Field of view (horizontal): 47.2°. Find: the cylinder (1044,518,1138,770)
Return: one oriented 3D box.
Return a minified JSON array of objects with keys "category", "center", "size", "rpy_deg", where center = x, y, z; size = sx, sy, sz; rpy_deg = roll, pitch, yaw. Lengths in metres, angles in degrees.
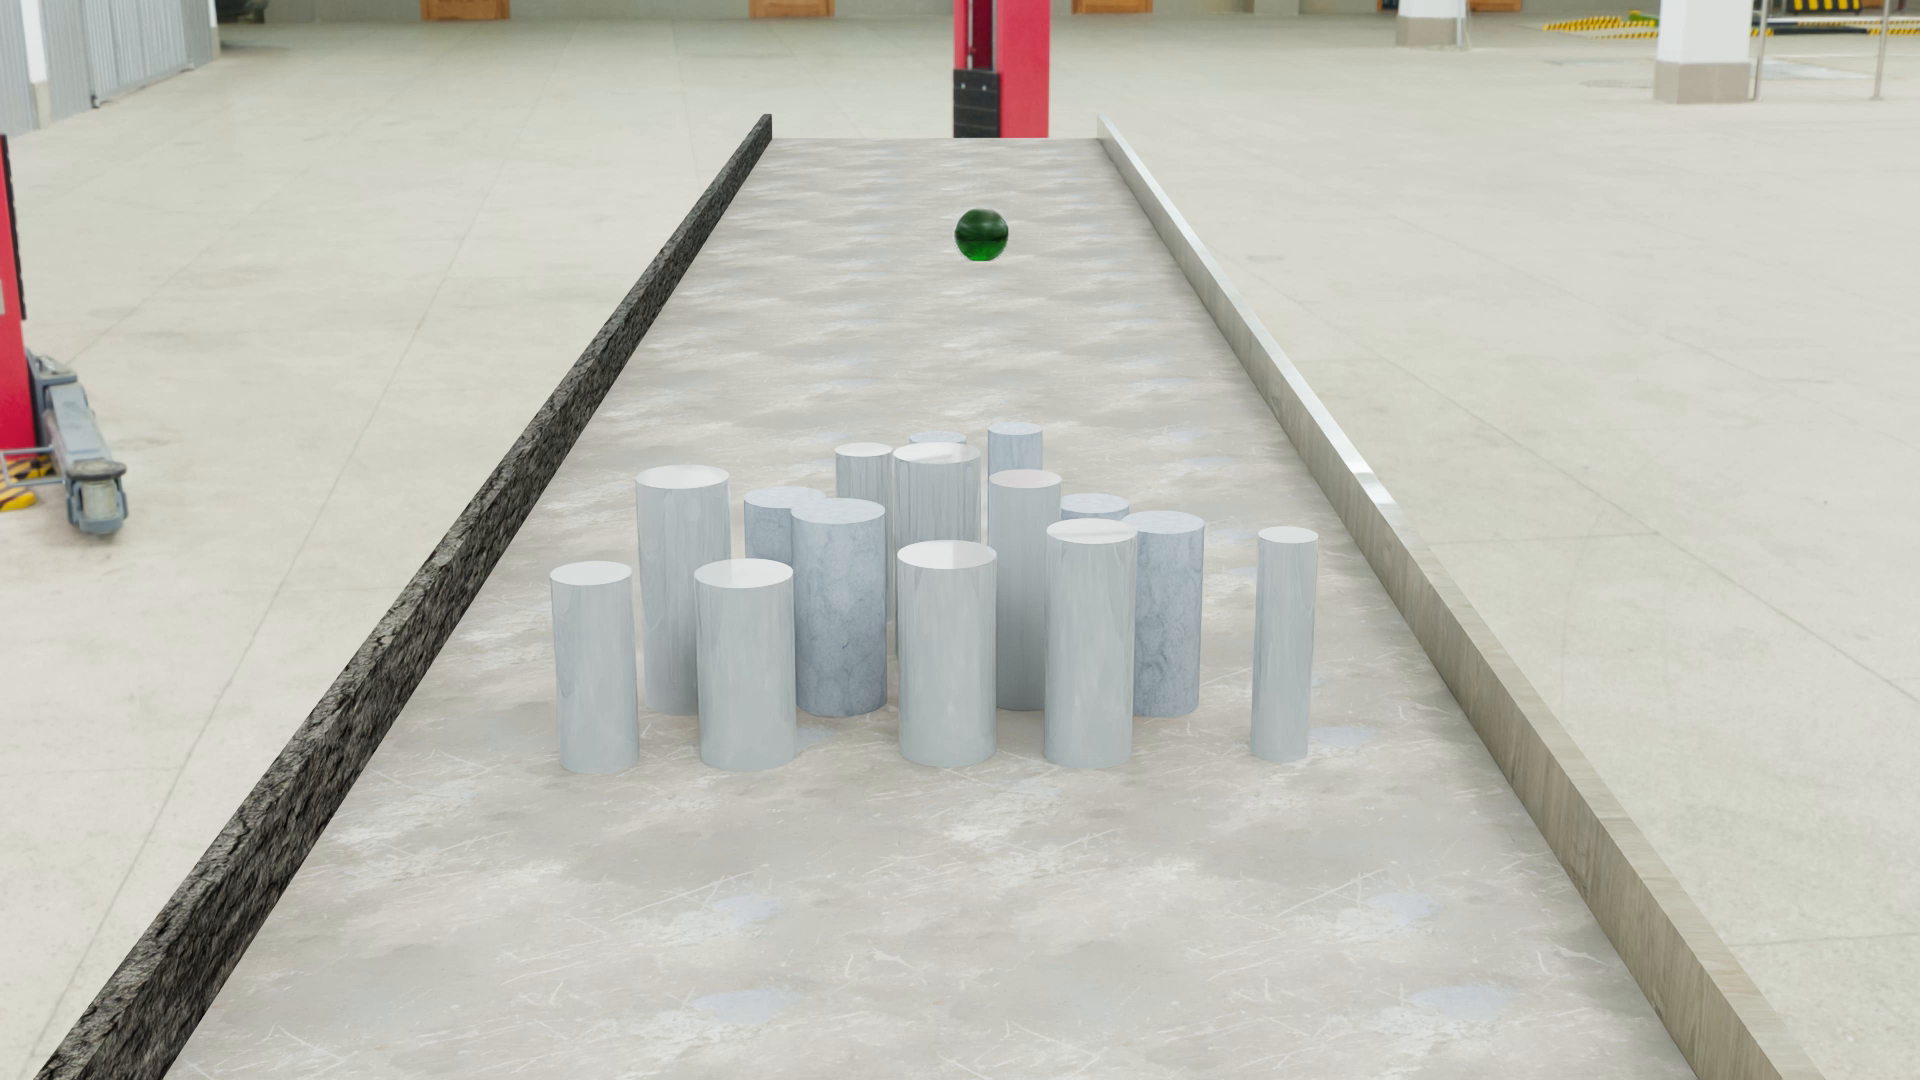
[{"category":"cylinder","center":[0.229,0.182,3.888],"size":[0.159,0.414,0.159],"rpy_deg":[0,17,0]}]

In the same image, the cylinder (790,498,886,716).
[{"category":"cylinder","center":[-0.227,0.125,4.146],"size":[0.176,0.376,0.176],"rpy_deg":[0,17,0]}]

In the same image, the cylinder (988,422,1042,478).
[{"category":"cylinder","center":[0.115,-0.036,4.631],"size":[0.114,0.409,0.114],"rpy_deg":[0,17,0]}]

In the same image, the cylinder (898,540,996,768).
[{"category":"cylinder","center":[-0.023,0.200,3.911],"size":[0.175,0.366,0.175],"rpy_deg":[0,17,0]}]

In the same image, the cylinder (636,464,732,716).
[{"category":"cylinder","center":[-0.515,0.093,4.139],"size":[0.173,0.441,0.173],"rpy_deg":[0,17,0]}]

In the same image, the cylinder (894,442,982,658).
[{"category":"cylinder","center":[-0.045,0.028,4.399],"size":[0.174,0.418,0.174],"rpy_deg":[0,17,0]}]

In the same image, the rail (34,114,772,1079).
[{"category":"rail","center":[-1.118,-0.838,7.780],"size":[0.050,0.150,12.000],"rpy_deg":[0,17,-1]}]

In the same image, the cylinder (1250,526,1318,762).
[{"category":"cylinder","center":[0.573,0.185,3.895],"size":[0.104,0.405,0.104],"rpy_deg":[0,17,0]}]

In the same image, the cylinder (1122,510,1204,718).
[{"category":"cylinder","center":[0.377,0.138,4.133],"size":[0.154,0.359,0.154],"rpy_deg":[0,17,0]}]

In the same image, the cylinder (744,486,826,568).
[{"category":"cylinder","center":[-0.346,0.074,4.391],"size":[0.162,0.334,0.162],"rpy_deg":[0,17,0]}]

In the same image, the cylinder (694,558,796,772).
[{"category":"cylinder","center":[-0.378,0.220,3.892],"size":[0.173,0.339,0.173],"rpy_deg":[0,17,0]}]

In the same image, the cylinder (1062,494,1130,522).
[{"category":"cylinder","center":[0.261,0.082,4.382],"size":[0.146,0.324,0.146],"rpy_deg":[0,17,0]}]

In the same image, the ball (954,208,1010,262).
[{"category":"ball","center":[0.090,-1.259,9.067],"size":[0.225,0.225,0.225],"rpy_deg":[0,17,0]}]

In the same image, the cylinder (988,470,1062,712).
[{"category":"cylinder","center":[0.121,0.095,4.144],"size":[0.136,0.436,0.136],"rpy_deg":[0,17,0]}]

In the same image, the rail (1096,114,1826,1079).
[{"category":"rail","center":[0.932,-0.844,7.801],"size":[0.050,0.150,12.000],"rpy_deg":[0,17,-1]}]

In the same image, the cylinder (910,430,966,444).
[{"category":"cylinder","center":[-0.049,-0.069,4.887],"size":[0.126,0.326,0.126],"rpy_deg":[0,17,0]}]

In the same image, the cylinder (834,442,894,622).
[{"category":"cylinder","center":[-0.200,-0.013,4.629],"size":[0.120,0.366,0.120],"rpy_deg":[0,17,0]}]

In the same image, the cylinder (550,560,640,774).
[{"category":"cylinder","center":[-0.641,0.223,3.867],"size":[0.141,0.347,0.141],"rpy_deg":[0,17,0]}]
